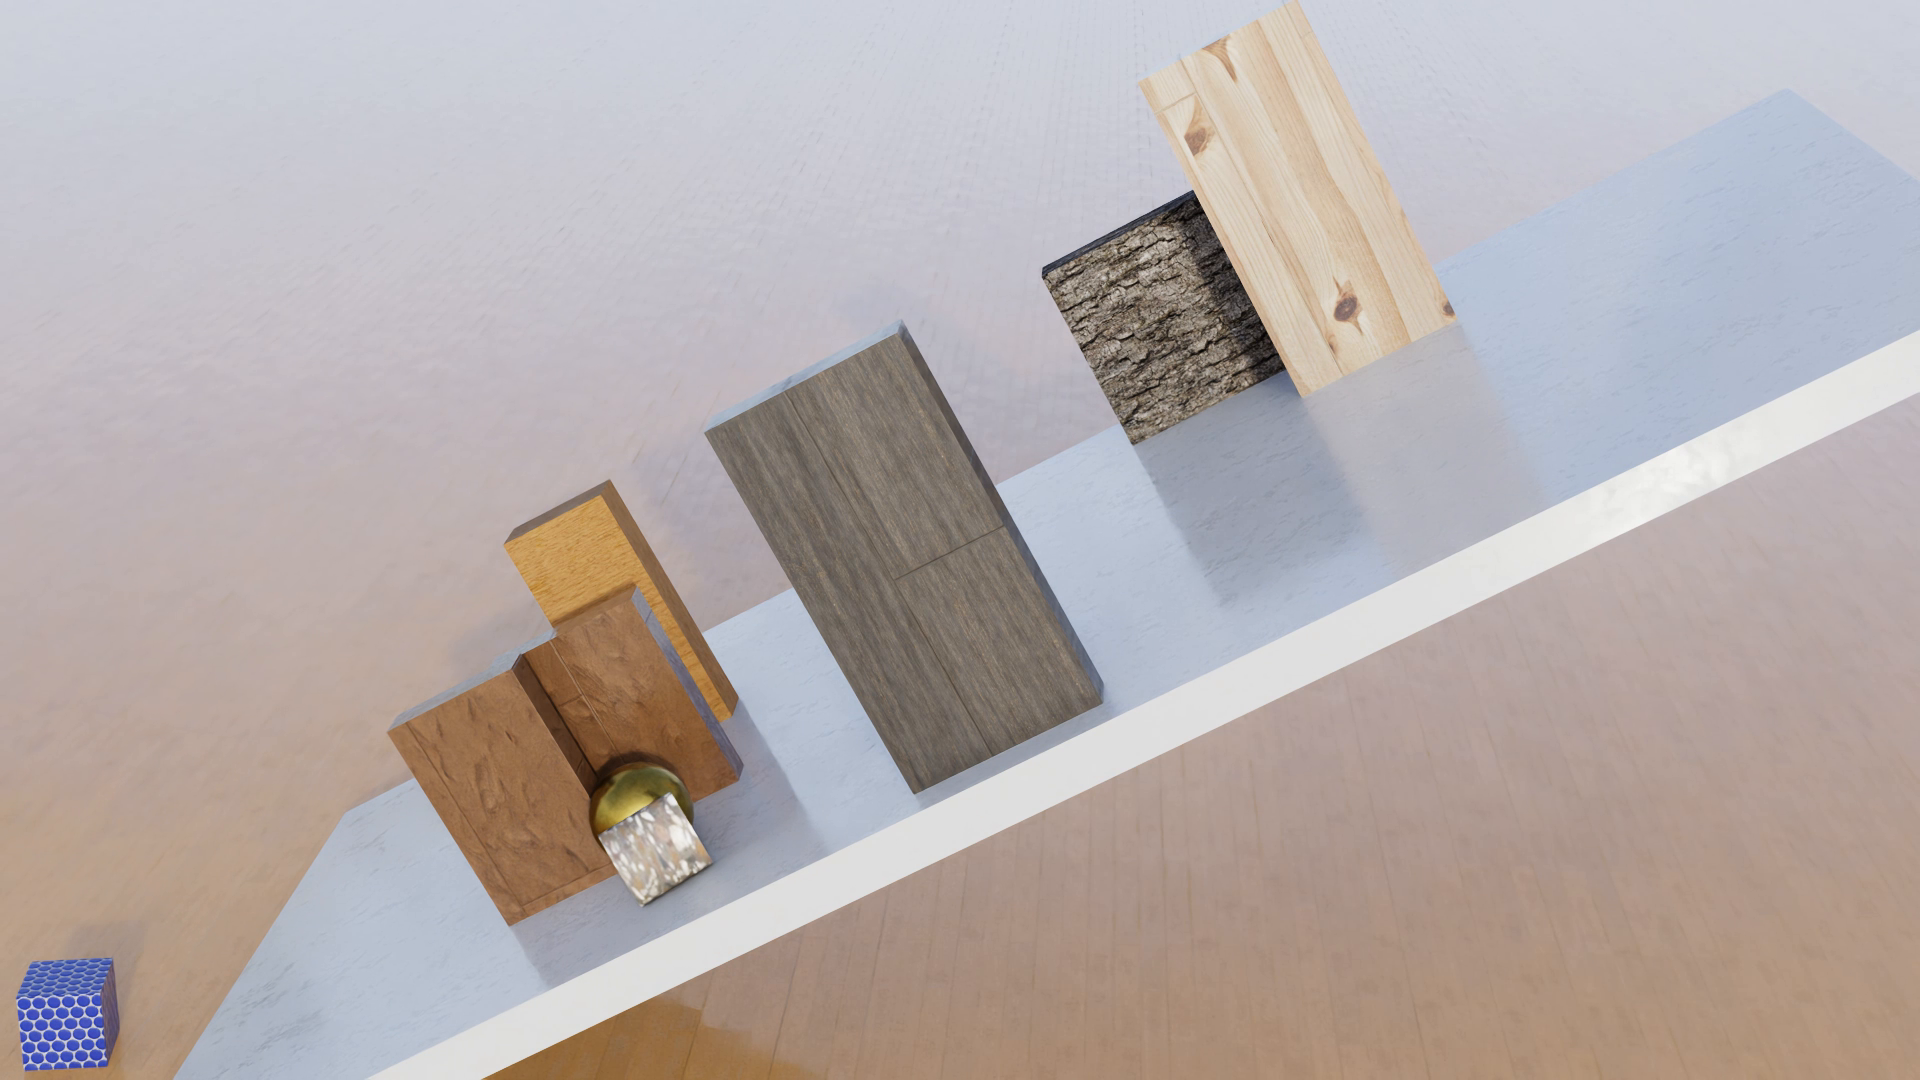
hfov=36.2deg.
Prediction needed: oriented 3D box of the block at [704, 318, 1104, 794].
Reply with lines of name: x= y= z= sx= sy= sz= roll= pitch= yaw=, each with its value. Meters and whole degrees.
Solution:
block: x=-0.095 y=0.037 z=5.368 sx=0.396 sy=0.785 sz=0.107 roll=-27 pitch=14 yaw=11

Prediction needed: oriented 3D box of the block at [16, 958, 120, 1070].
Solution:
block: x=-1.970 y=1.047 z=6.503 sx=0.178 sy=0.178 sz=0.178 roll=-2 pitch=18 yaw=-6

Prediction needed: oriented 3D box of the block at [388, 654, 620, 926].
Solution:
block: x=-0.900 y=0.507 z=5.943 sx=0.293 sy=0.477 sz=0.094 roll=-27 pitch=14 yaw=11

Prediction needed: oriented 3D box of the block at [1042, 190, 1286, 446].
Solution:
block: x=0.479 y=-0.520 z=6.870 sx=0.409 sy=0.459 sz=0.104 roll=-27 pitch=14 yaw=11

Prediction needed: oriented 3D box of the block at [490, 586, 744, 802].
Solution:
block: x=-0.713 y=0.372 z=6.111 sx=0.344 sy=0.447 sz=0.088 roll=-27 pitch=14 yaw=11

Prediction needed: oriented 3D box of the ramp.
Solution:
ramp: x=0.141 y=0.167 z=6.282 sx=4.000 sy=0.100 sz=2.000 roll=-27 pitch=14 yaw=11

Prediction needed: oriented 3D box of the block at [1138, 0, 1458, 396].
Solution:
block: x=0.744 y=-0.753 z=6.470 sx=0.383 sy=0.795 sz=0.097 roll=-27 pitch=14 yaw=11

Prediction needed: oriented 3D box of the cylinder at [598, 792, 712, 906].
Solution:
cylinder: x=-0.586 y=0.596 z=5.668 sx=0.162 sy=0.162 sz=0.162 roll=-31 pitch=24 yaw=-7

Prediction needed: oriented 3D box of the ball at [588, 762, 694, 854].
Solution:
ball: x=-0.632 y=0.545 z=5.840 sx=0.208 sy=0.208 sz=0.208 roll=0 pitch=17 yaw=0

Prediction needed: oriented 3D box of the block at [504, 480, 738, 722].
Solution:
block: x=-0.753 y=0.184 z=6.570 sx=0.251 sy=0.582 sz=0.122 roll=-27 pitch=14 yaw=11
